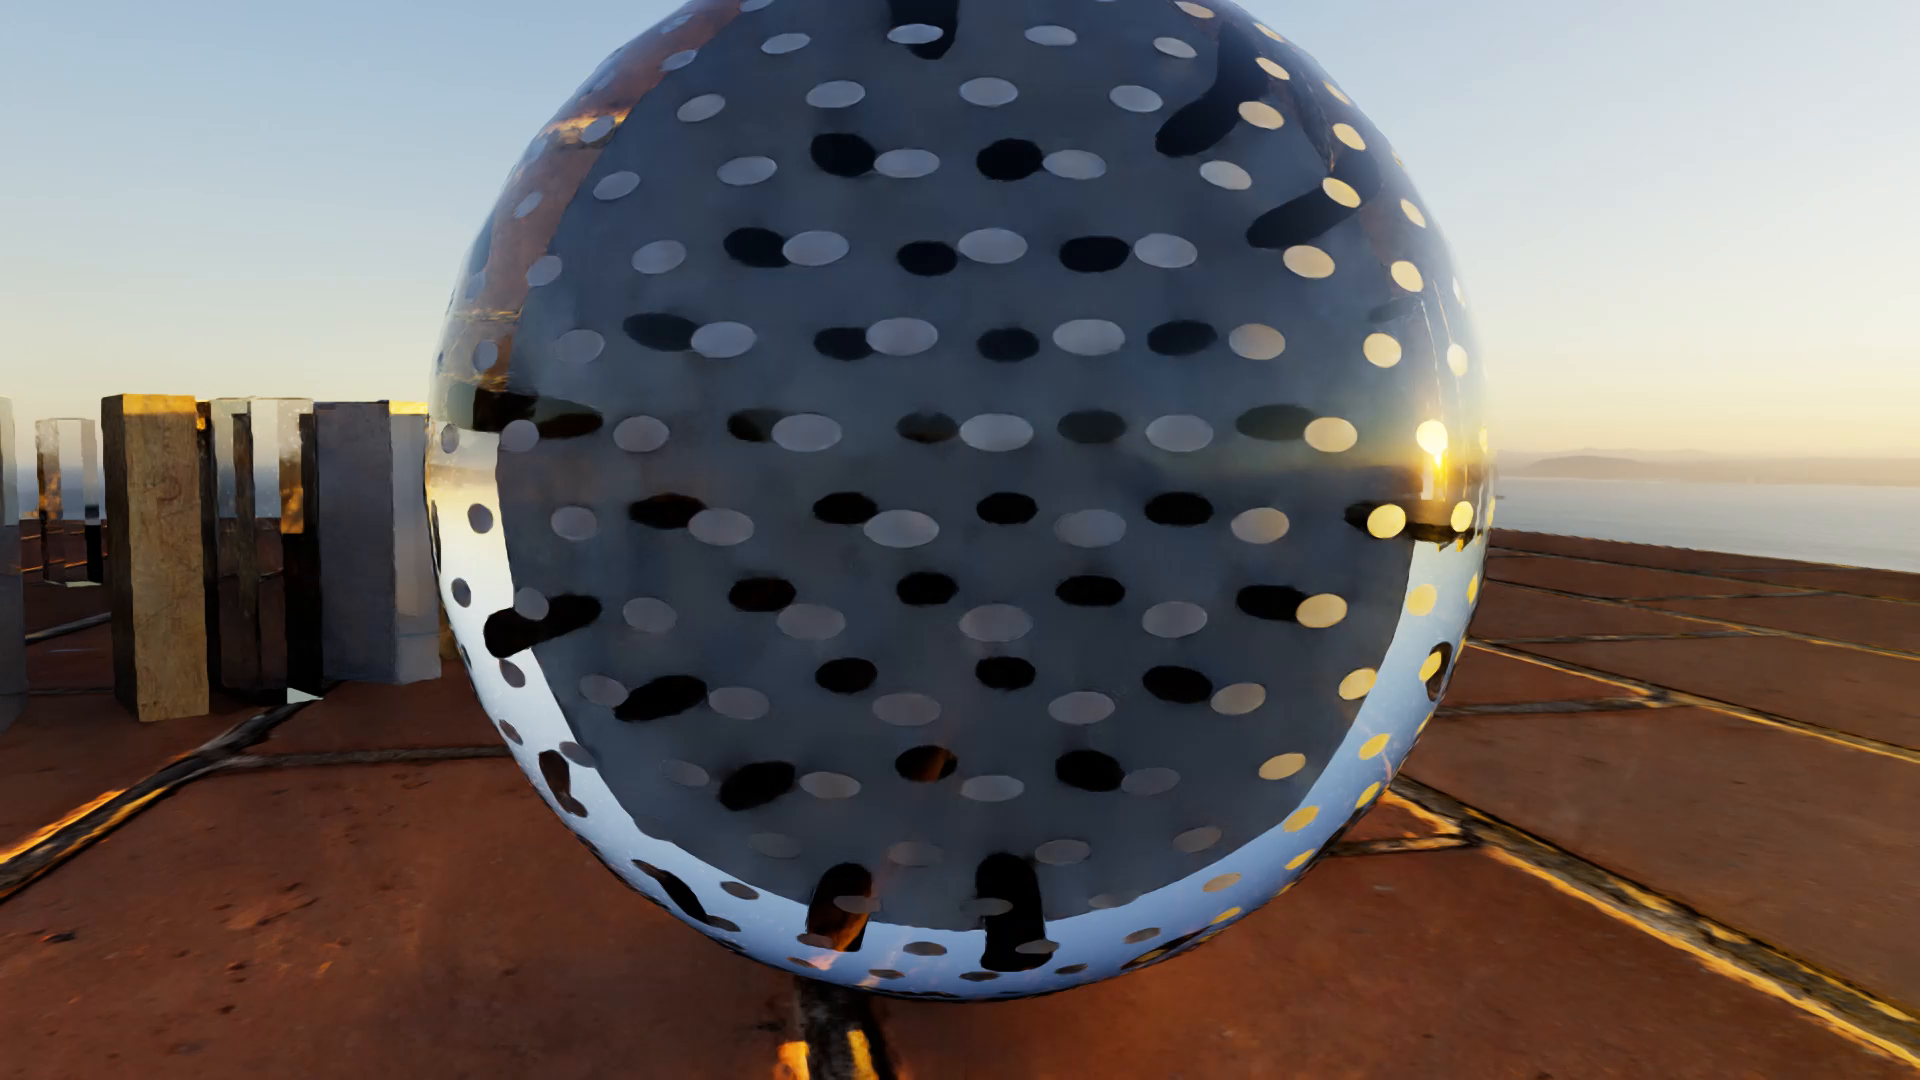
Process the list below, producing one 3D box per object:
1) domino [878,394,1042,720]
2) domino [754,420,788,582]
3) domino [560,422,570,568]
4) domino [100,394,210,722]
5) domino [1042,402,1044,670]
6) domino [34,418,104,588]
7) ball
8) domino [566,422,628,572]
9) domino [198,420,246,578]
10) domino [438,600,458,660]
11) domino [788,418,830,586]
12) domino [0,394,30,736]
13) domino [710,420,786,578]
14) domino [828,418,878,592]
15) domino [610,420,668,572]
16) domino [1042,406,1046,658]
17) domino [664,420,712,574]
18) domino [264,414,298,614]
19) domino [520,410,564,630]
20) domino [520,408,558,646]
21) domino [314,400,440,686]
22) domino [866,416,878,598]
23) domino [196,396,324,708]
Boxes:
[{"bbox_3d":[0.000,0.002,0.201,0.025,0.050,0.009,0,4,0],"label":"domino"},{"bbox_3d":[-0.052,-0.013,0.404,0.010,0.050,0.025,4,6,41],"label":"domino"},{"bbox_3d":[-0.140,-0.016,0.442,0.010,0.050,0.025,0,4,5],"label":"domino"},{"bbox_3d":[-0.130,0.002,0.207,0.010,0.050,0.025,-4,6,-40],"label":"domino"},{"bbox_3d":[0.003,-0.001,0.241,0.025,0.050,0.010,0,4,5],"label":"domino"},{"bbox_3d":[-0.272,-0.012,0.391,0.025,0.050,0.010,4,6,41],"label":"domino"},{"bbox_3d":[0.000,-0.005,0.103,0.080,0.080,0.080,0,4,0],"label":"ball"},{"bbox_3d":[-0.124,-0.015,0.440,0.009,0.050,0.025,1,4,10],"label":"domino"},{"bbox_3d":[-0.241,-0.014,0.419,0.009,0.050,0.025,-3,5,-35],"label":"domino"},{"bbox_3d":[-0.101,-0.002,0.257,0.025,0.050,0.009,1,4,8],"label":"domino"},{"bbox_3d":[-0.040,-0.012,0.394,0.025,0.050,0.009,-4,6,-45],"label":"domino"},{"bbox_3d":[-0.150,0.003,0.193,0.009,0.050,0.025,-2,5,-28],"label":"domino"},{"bbox_3d":[-0.069,-0.014,0.418,0.009,0.050,0.025,3,5,34],"label":"domino"},{"bbox_3d":[-0.026,-0.011,0.378,0.025,0.050,0.009,-3,6,-39],"label":"domino"},{"bbox_3d":[-0.107,-0.015,0.436,0.009,0.050,0.025,1,4,16],"label":"domino"},{"bbox_3d":[0.005,-0.002,0.260,0.025,0.050,0.009,0,4,4],"label":"domino"},{"bbox_3d":[-0.086,-0.015,0.428,0.009,0.050,0.025,2,5,27],"label":"domino"},{"bbox_3d":[-0.167,-0.007,0.332,0.009,0.050,0.025,0,4,6],"label":"domino"},{"bbox_3d":[-0.105,-0.004,0.294,0.025,0.050,0.009,-2,5,-23],"label":"domino"},{"bbox_3d":[-0.101,-0.003,0.274,0.025,0.050,0.009,0,4,-2],"label":"domino"},{"bbox_3d":[-0.108,0.000,0.233,0.025,0.050,0.009,2,5,25],"label":"domino"},{"bbox_3d":[-0.013,-0.009,0.360,0.025,0.050,0.009,-3,5,-32],"label":"domino"},{"bbox_3d":[-0.119,0.001,0.218,0.025,0.050,0.009,4,6,41],"label":"domino"}]
